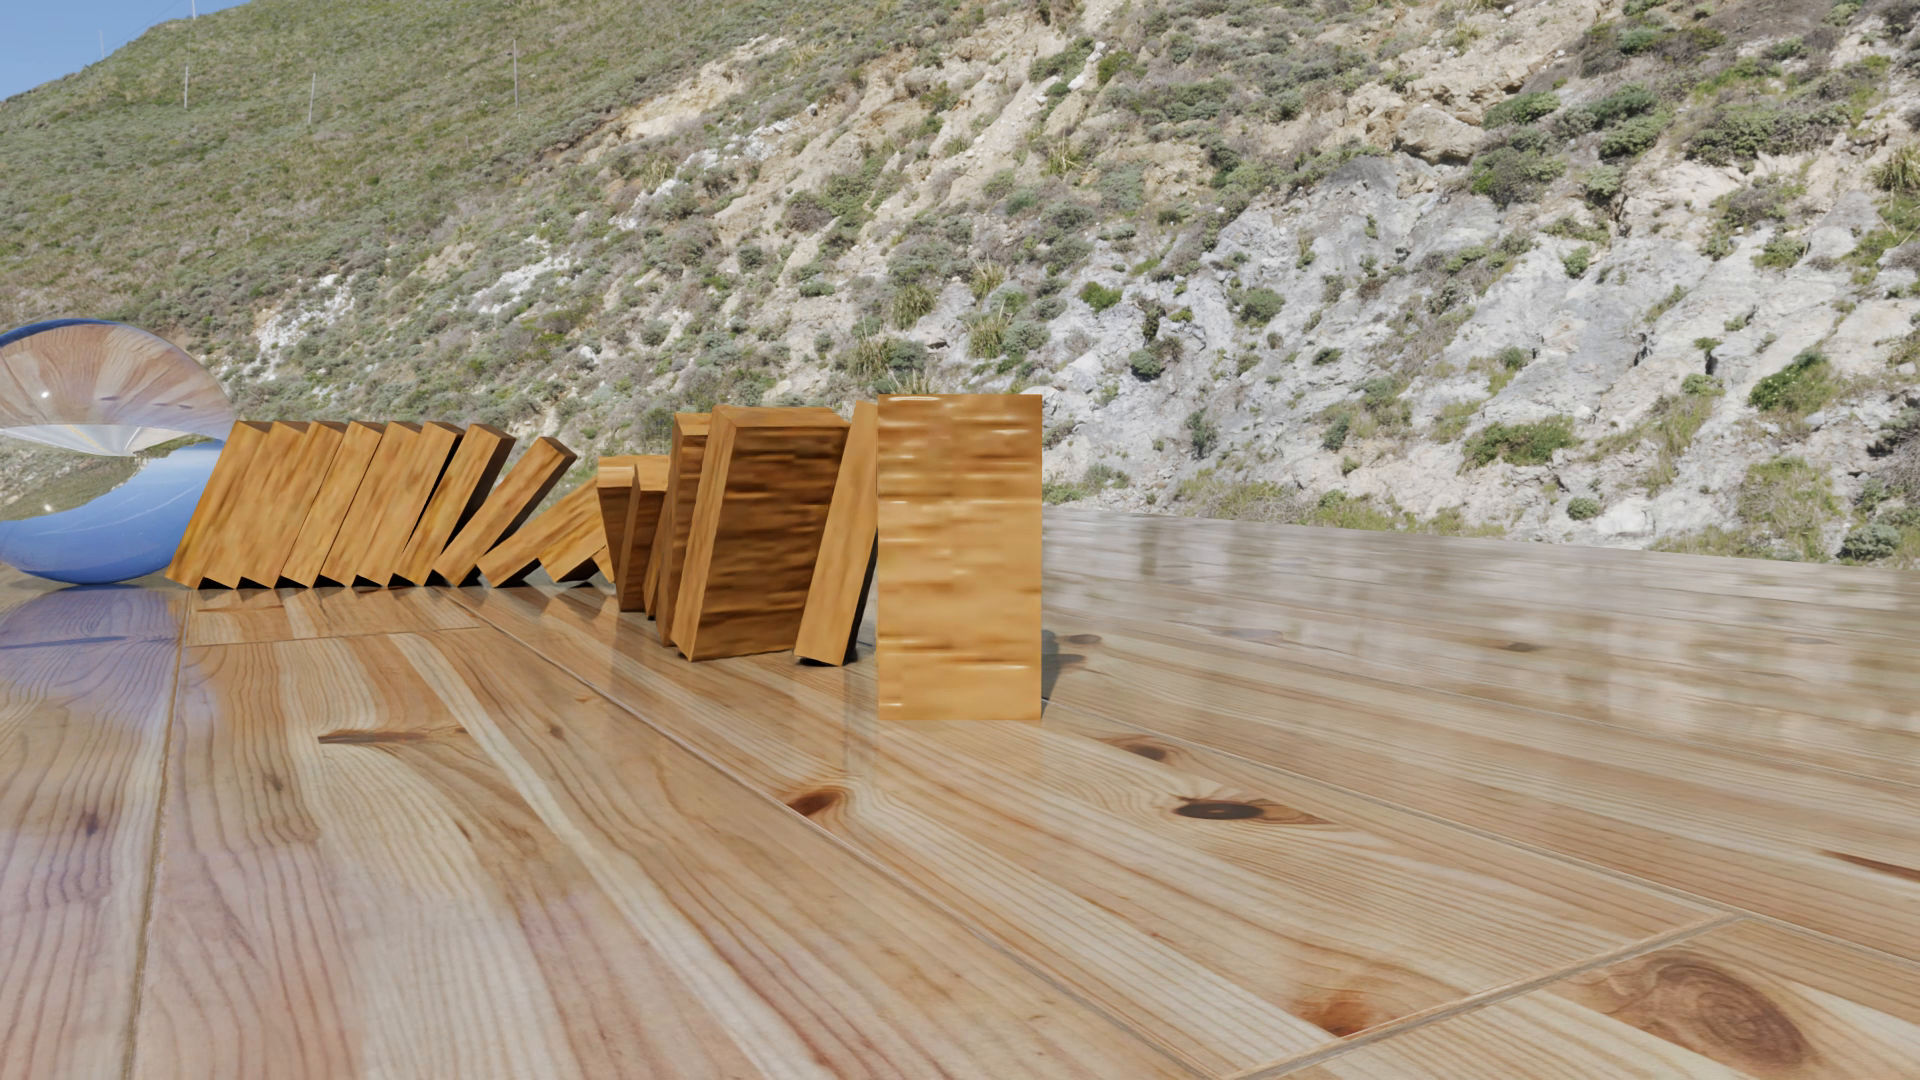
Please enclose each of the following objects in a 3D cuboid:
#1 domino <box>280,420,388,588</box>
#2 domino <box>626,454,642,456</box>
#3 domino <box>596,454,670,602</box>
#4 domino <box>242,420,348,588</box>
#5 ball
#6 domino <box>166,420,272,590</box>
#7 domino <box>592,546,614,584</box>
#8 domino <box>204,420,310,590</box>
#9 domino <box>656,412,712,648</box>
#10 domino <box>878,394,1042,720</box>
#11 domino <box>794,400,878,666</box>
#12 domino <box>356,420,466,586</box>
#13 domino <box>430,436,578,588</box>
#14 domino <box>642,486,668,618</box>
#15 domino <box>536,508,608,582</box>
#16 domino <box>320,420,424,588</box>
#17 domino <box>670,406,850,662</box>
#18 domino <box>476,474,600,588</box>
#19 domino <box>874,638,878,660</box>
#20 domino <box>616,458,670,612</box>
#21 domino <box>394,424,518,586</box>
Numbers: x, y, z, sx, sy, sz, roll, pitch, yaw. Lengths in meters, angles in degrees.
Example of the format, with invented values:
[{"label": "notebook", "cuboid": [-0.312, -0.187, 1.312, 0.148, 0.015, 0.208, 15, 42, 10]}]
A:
[{"label": "domino", "cuboid": [-0.187, -0.011, 0.390, 0.010, 0.050, 0.025, 25, 0, -9]}, {"label": "domino", "cuboid": [-0.078, -0.003, 0.345, 0.025, 0.009, 0.050, -1, -36, -8]}, {"label": "domino", "cuboid": [-0.077, -0.002, 0.329, 0.025, 0.009, 0.050, -3, -35, -10]}, {"label": "domino", "cuboid": [-0.197, -0.011, 0.388, 0.010, 0.050, 0.025, 25, 0, -9]}, {"label": "ball", "cuboid": [-0.262, -0.027, 0.388, 0.080, 0.080, 0.080, 0, 4, 0]}, {"label": "domino", "cuboid": [-0.218, -0.011, 0.385, 0.010, 0.050, 0.025, 25, 0, -9]}, {"label": "domino", "cuboid": [-0.084, -0.006, 0.386, 0.050, 0.010, 0.025, -35, -3, 4]}, {"label": "domino", "cuboid": [-0.208, -0.011, 0.387, 0.010, 0.050, 0.025, 25, 1, -9]}, {"label": "domino", "cuboid": [-0.047, -0.002, 0.265, 0.025, 0.050, 0.009, -2, 33, -24]}, {"label": "domino", "cuboid": [0.000, 0.002, 0.201, 0.025, 0.050, 0.010, 0, 4, 0]}, {"label": "domino", "cuboid": [-0.021, -0.002, 0.256, 0.010, 0.050, 0.025, 14, 4, 0]}, {"label": "domino", "cuboid": [-0.166, -0.012, 0.393, 0.010, 0.050, 0.025, 25, 0, -9]}, {"label": "domino", "cuboid": [-0.139, -0.009, 0.393, 0.010, 0.050, 0.025, 40, -2, -9]}, {"label": "domino", "cuboid": [-0.058, 0.000, 0.301, 0.025, 0.010, 0.050, -1, -37, -25]}, {"label": "domino", "cuboid": [-0.100, -0.006, 0.386, 0.050, 0.009, 0.025, -35, -3, 4]}, {"label": "domino", "cuboid": [-0.177, -0.012, 0.393, 0.010, 0.050, 0.025, 25, 0, -9]}, {"label": "domino", "cuboid": [-0.039, -0.001, 0.251, 0.025, 0.050, 0.010, -4, 30, -38]}, {"label": "domino", "cuboid": [-0.120, -0.005, 0.389, 0.050, 0.009, 0.025, -35, 4, 2]}, {"label": "domino", "cuboid": [-0.006, -0.002, 0.255, 0.009, 0.050, 0.025, 9, 6, 10]}, {"label": "domino", "cuboid": [-0.068, -0.001, 0.314, 0.025, 0.009, 0.050, -2, -35, -22]}, {"label": "domino", "cuboid": [-0.154, -0.011, 0.394, 0.009, 0.050, 0.025, 28, 0, -9]}]
